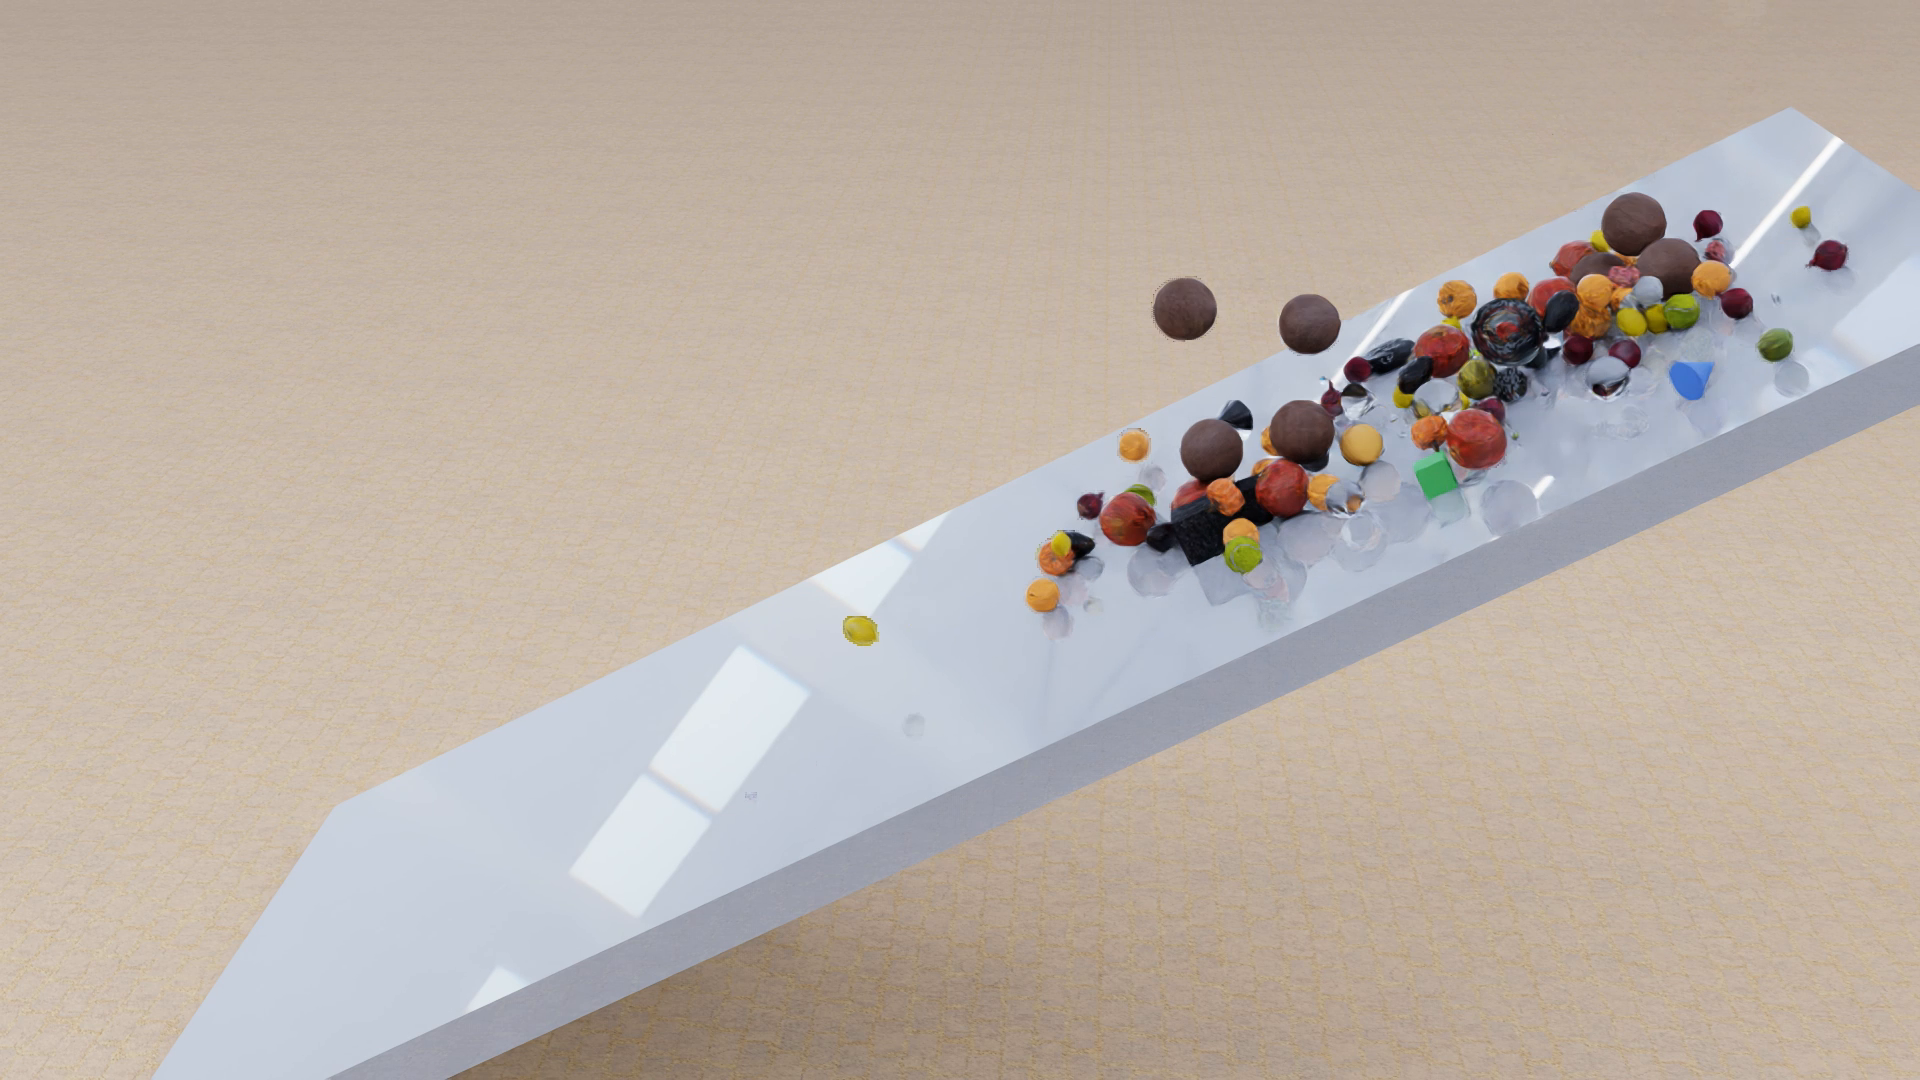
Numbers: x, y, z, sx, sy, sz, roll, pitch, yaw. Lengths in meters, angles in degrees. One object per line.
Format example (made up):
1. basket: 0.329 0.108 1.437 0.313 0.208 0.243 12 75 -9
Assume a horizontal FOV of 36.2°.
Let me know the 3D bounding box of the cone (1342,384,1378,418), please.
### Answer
1. cone: 0.867 -0.301 6.268 0.076 0.076 0.076 -12 20 -42

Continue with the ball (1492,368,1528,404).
1. ball: 1.086 -0.306 5.808 0.070 0.070 0.070 0 17 0

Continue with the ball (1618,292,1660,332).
1. ball: 1.342 -0.452 5.817 0.081 0.081 0.081 0 17 0

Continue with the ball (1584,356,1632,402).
1. ball: 1.215 -0.302 5.513 0.086 0.086 0.086 0 17 0

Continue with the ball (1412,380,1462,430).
1. ball: 0.943 -0.267 5.814 0.099 0.099 0.099 0 17 0

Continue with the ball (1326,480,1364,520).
1. ball: 0.738 -0.078 5.642 0.075 0.075 0.075 0 17 0

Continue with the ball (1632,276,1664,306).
1. ball: 1.340 -0.485 5.727 0.060 0.060 0.060 0 17 0

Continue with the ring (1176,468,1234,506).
1. ring: 0.521 -0.111 6.251 0.134 0.045 0.134 -26 13 6

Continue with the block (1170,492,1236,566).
1. block: 0.487 -0.022 5.882 0.097 0.097 0.097 -25 14 14

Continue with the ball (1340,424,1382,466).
1. ball: 0.805 -0.190 5.900 0.086 0.086 0.086 0 17 0

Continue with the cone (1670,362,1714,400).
1. cone: 1.336 -0.304 5.303 0.077 0.077 0.077 -33 30 -24

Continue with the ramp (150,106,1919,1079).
1. ramp: 0.139 0.168 6.281 4.000 0.100 2.000 -26 14 10

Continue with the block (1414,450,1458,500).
1. block: 0.894 -0.122 5.533 0.061 0.061 0.061 -25 14 13

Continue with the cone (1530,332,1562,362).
1. cone: 1.176 -0.413 5.976 0.072 0.072 0.072 -22 35 16

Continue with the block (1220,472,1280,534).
1. block: 0.584 -0.074 5.919 0.080 0.080 0.080 -20 16 29

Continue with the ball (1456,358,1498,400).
1. ball: 1.044 -0.325 5.930 0.084 0.084 0.084 0 17 0

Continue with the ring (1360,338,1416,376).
1. ring: 0.945 -0.403 6.494 0.131 0.044 0.131 -27 14 7
